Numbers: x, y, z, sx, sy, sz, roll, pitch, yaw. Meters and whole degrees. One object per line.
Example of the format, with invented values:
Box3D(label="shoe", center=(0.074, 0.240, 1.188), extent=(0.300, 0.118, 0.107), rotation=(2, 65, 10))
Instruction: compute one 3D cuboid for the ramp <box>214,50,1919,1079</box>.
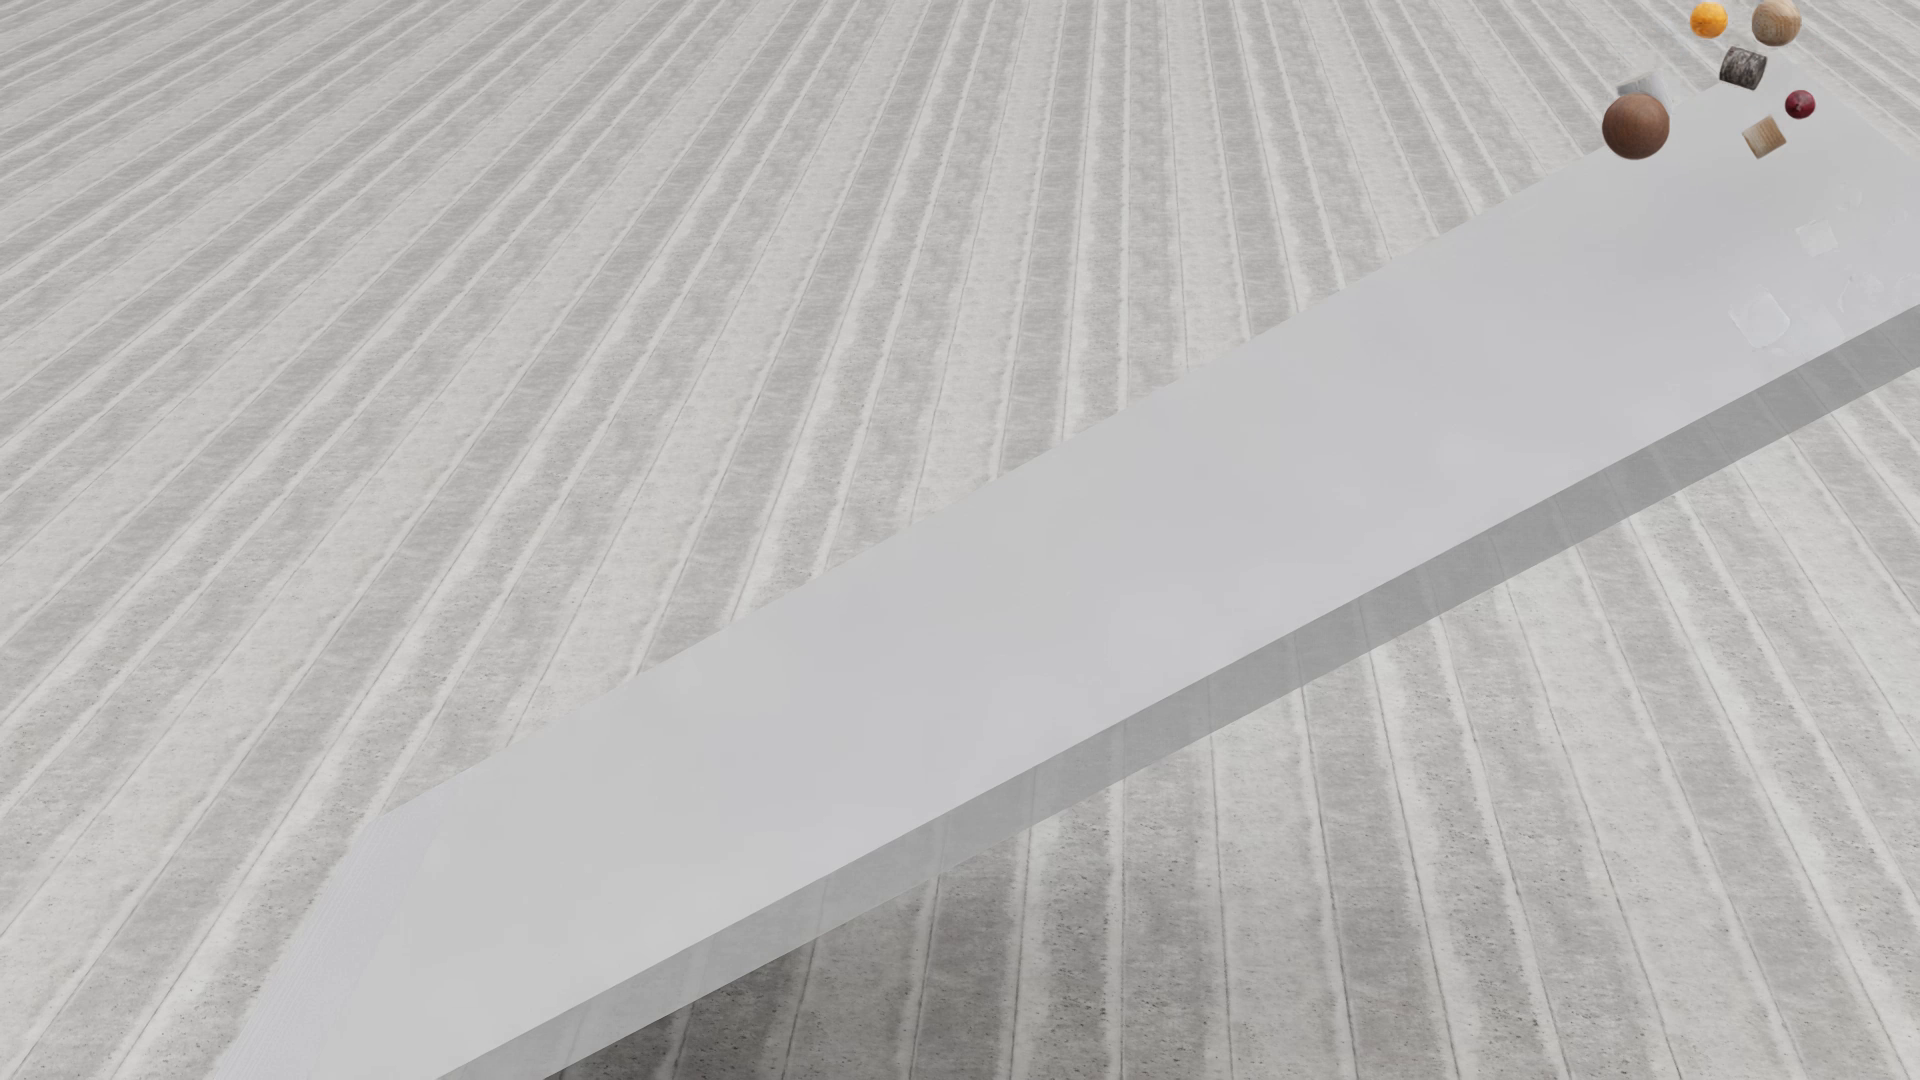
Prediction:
Box3D(label="ramp", center=(0.142, 0.168, 6.286), extent=(4.000, 0.100, 2.000), rotation=(-29, 15, 12))

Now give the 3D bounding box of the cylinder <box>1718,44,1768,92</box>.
Box3D(label="cylinder", center=(1.539, -0.927, 5.780), extent=(0.070, 0.070, 0.070), rotation=(29, 26, 11))

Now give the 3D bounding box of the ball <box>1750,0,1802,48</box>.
Box3D(label="ball", center=(1.591, -1.009, 5.733), extent=(0.096, 0.096, 0.096), rotation=(0, 19, 0))

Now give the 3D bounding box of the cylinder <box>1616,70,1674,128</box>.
Box3D(label="cylinder", center=(1.394, -0.898, 5.990), extent=(0.092, 0.092, 0.092), rotation=(-21, 10, 4))

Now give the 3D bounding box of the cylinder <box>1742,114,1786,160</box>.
Box3D(label="cylinder", center=(1.595, -0.799, 5.833), extent=(0.065, 0.065, 0.065), rotation=(-31, 10, 19))
